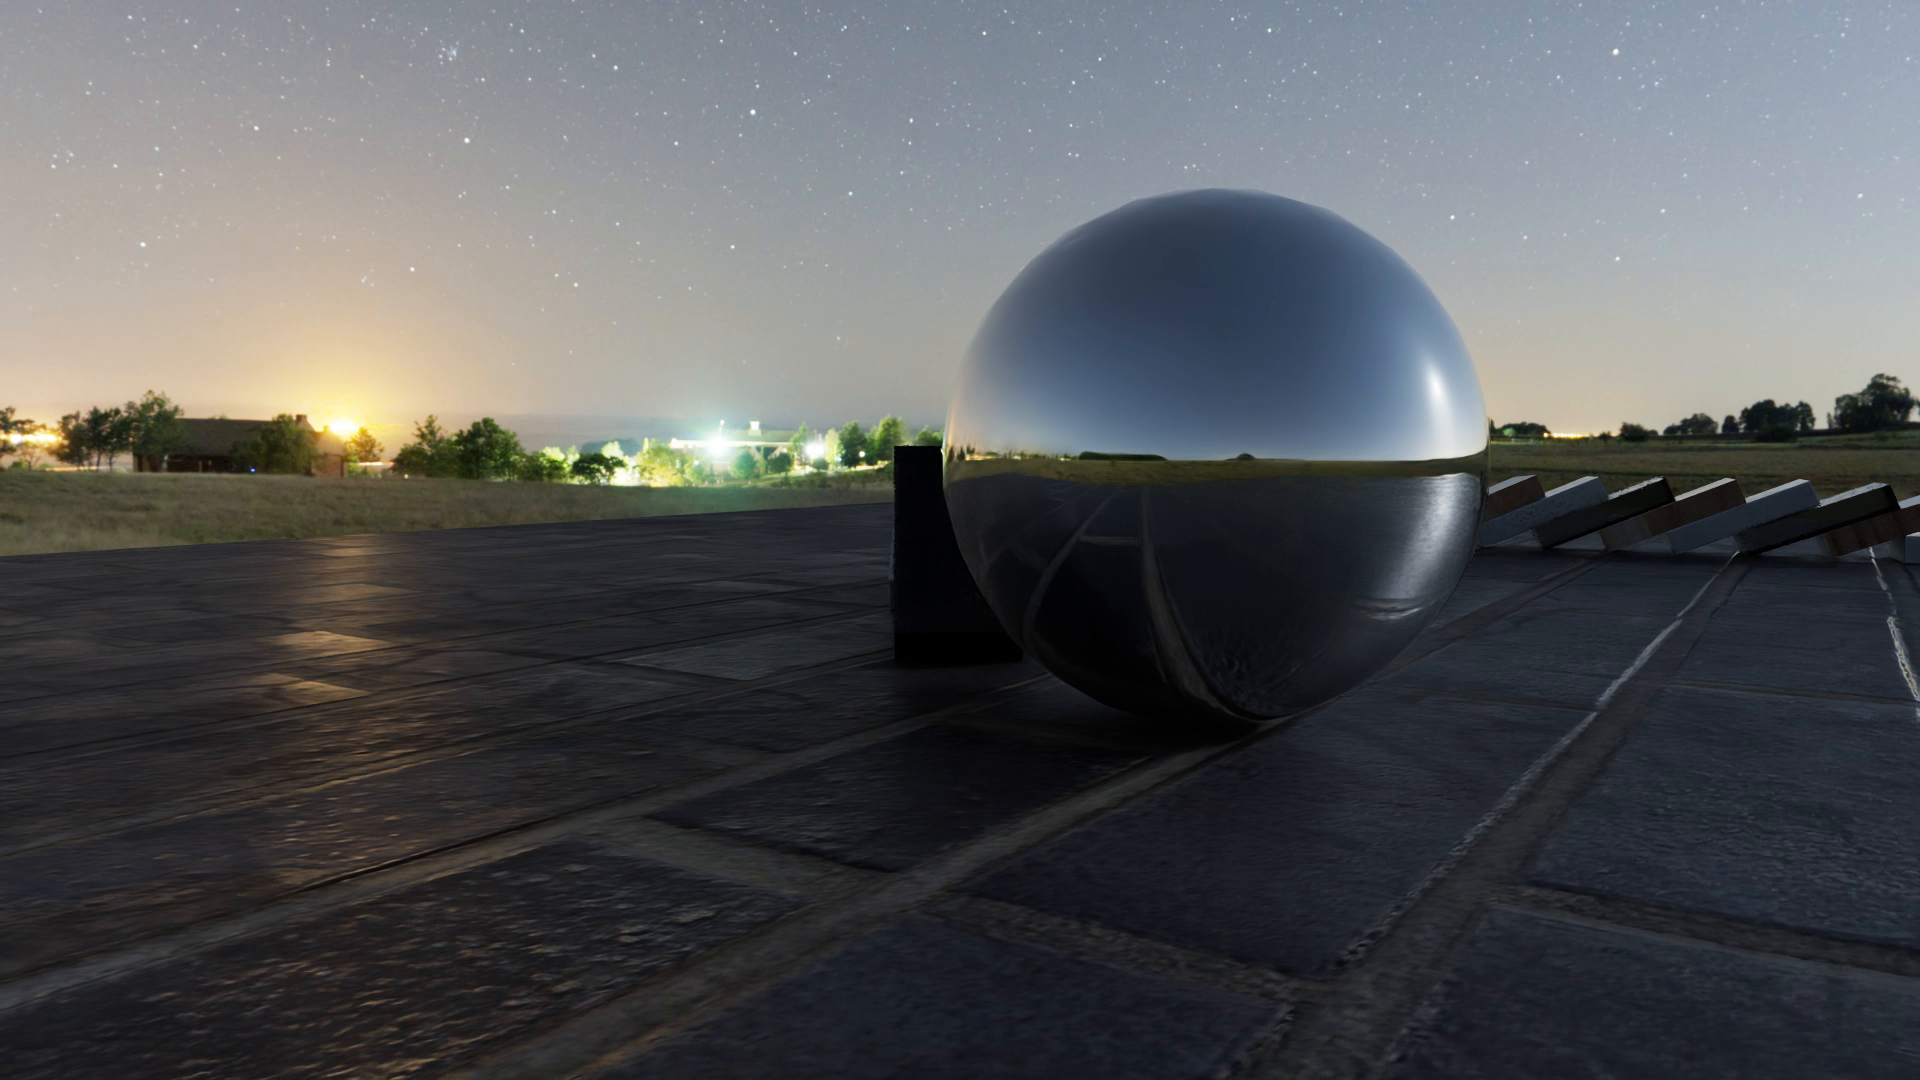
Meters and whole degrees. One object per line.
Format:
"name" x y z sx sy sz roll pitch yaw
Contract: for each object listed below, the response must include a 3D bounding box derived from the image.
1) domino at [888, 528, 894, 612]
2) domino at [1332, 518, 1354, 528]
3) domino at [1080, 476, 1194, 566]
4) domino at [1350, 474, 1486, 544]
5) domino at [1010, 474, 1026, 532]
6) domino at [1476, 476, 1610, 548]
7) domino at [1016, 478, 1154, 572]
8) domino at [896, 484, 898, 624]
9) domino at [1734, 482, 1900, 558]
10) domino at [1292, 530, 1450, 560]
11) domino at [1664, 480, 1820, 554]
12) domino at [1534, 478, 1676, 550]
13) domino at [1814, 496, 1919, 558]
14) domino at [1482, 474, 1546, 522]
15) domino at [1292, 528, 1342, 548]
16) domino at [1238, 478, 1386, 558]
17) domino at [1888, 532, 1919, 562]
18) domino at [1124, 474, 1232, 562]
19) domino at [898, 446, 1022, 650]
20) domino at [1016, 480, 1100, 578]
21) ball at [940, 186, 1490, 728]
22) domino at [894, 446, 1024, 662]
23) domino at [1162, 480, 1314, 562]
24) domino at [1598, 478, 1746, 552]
"domino" -0.005 0.001 0.344 0.025 0.010 0.050 0 30 0
"domino" 0.146 -0.011 0.529 0.025 0.009 0.050 1 4 8
"domino" 0.059 -0.008 0.461 0.025 0.009 0.050 1 29 47
"domino" 0.189 -0.012 0.533 0.050 0.010 0.025 -23 -1 3
"domino" 0.004 -0.005 0.412 0.025 0.009 0.050 -1 31 16
"domino" 0.236 -0.012 0.525 0.050 0.010 0.025 -24 -3 14
"domino" 0.042 -0.006 0.445 0.025 0.010 0.050 3 31 46
"domino" -0.004 0.002 0.323 0.025 0.009 0.050 0 32 -3
"domino" 0.321 -0.008 0.484 0.050 0.010 0.025 -23 -6 25
"domino" 0.154 0.002 0.483 0.050 0.009 0.025 0 4 -6
"domino" 0.300 -0.009 0.494 0.050 0.009 0.025 -24 -6 25
"domino" 0.257 -0.011 0.515 0.050 0.009 0.025 -24 -5 21
"domino" 0.345 -0.008 0.472 0.050 0.009 0.025 -23 -6 25
"domino" 0.213 -0.012 0.534 0.050 0.009 0.025 -23 -1 4
"domino" 0.147 -0.003 0.549 0.025 0.009 0.050 1 4 9
"domino" 0.130 -0.009 0.481 0.050 0.010 0.025 -25 7 -8
"domino" 0.367 0.003 0.461 0.050 0.010 0.025 2 5 25
"domino" 0.076 -0.009 0.476 0.025 0.009 0.050 1 29 48
"domino" -0.001 0.001 0.278 0.025 0.010 0.050 0 49 -3
"domino" 0.023 -0.005 0.429 0.025 0.009 0.050 3 31 39
"ball" 0.037 -0.012 0.194 0.080 0.080 0.080 0 4 0
"domino" -0.001 0.002 0.264 0.025 0.009 0.050 0 49 -3
"domino" 0.103 -0.008 0.478 0.050 0.009 0.025 -25 10 -12
"domino" 0.279 -0.010 0.505 0.050 0.009 0.025 -24 -6 23
